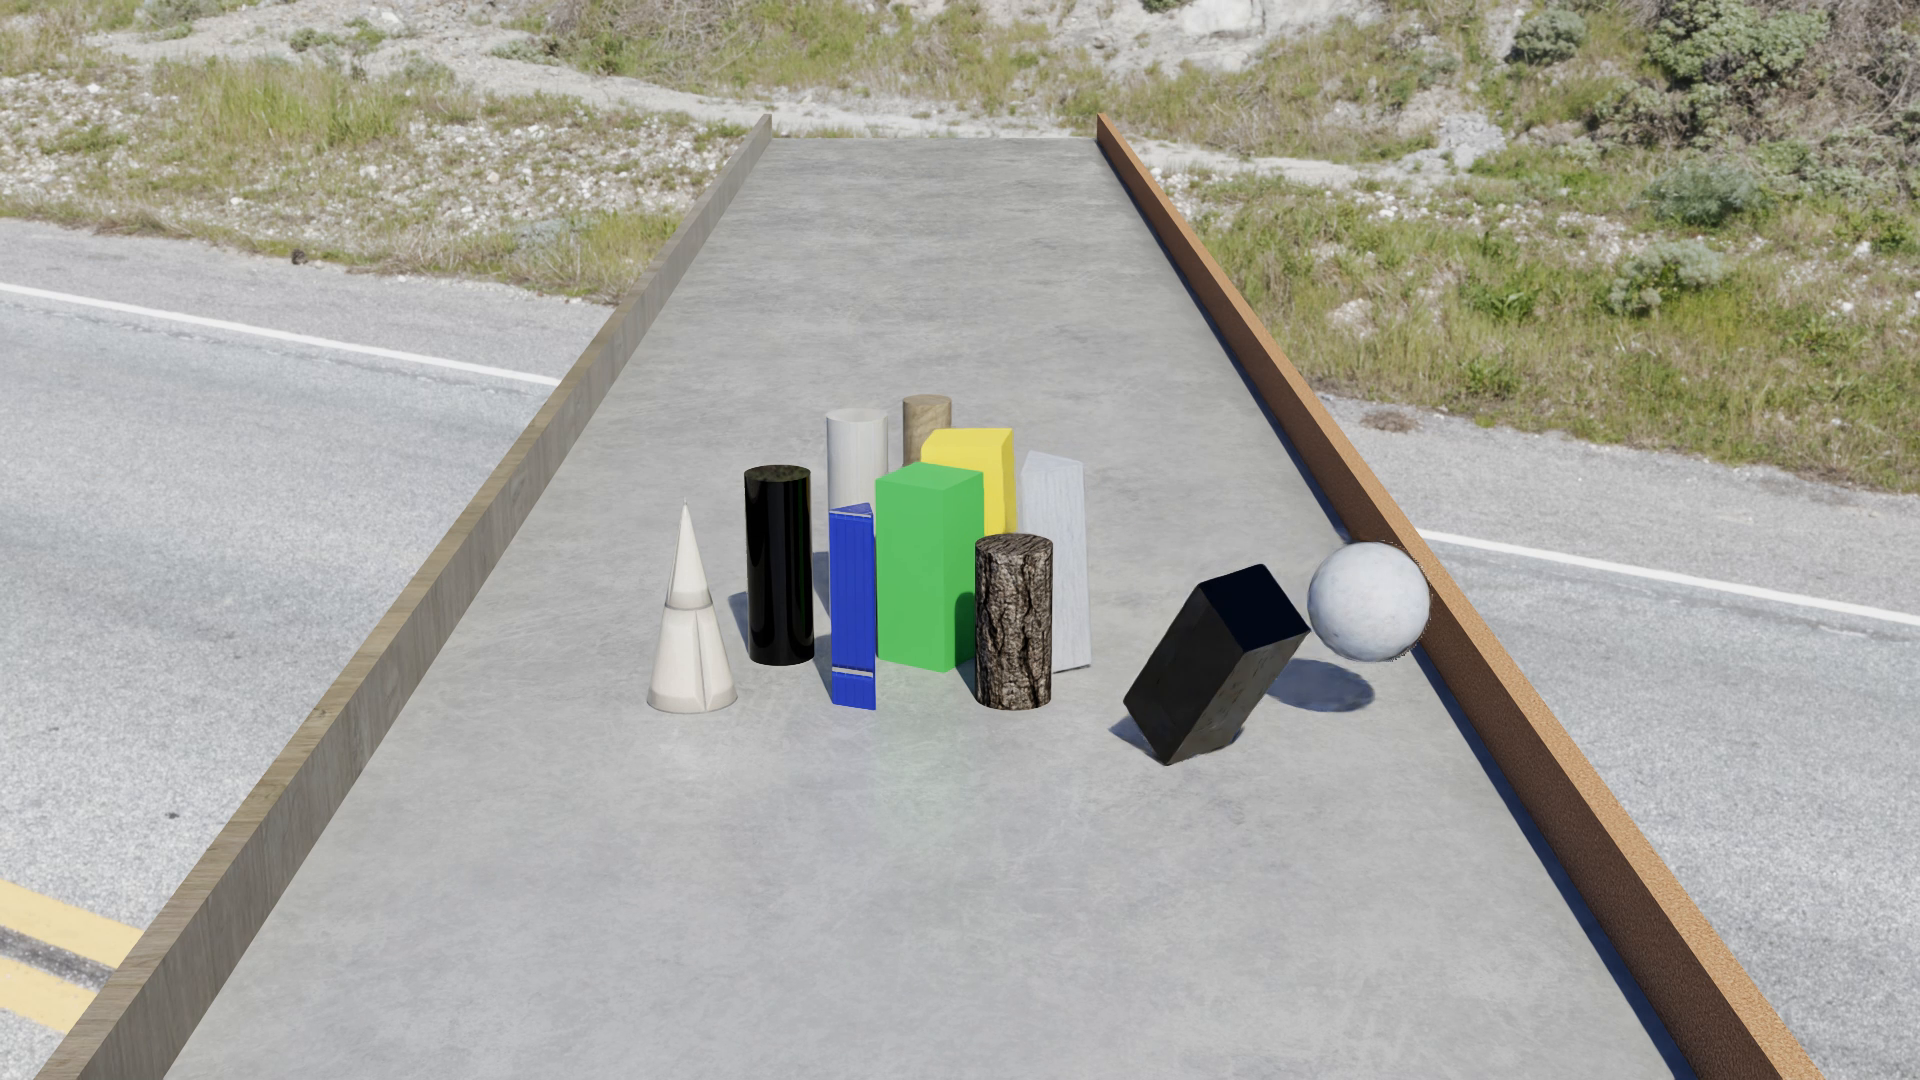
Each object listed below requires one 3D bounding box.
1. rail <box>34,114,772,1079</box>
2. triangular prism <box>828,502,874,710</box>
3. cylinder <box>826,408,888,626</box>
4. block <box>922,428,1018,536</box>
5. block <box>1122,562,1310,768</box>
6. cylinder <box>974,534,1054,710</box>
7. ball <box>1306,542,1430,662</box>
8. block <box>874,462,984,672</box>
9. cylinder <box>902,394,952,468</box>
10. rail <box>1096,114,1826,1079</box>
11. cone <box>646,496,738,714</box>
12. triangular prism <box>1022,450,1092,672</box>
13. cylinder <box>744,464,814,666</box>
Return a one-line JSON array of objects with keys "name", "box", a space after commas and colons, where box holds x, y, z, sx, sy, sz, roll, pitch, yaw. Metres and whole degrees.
[{"name": "rail", "box": [-1.118, -0.838, 7.780, 0.050, 0.150, 12.000, 0, 17, -1]}, {"name": "triangular prism", "box": [-0.187, 0.123, 4.143, 0.089, 0.382, 0.077, 7, 18, 22]}, {"name": "cylinder", "box": [-0.213, -0.047, 4.610, 0.128, 0.442, 0.128, 0, 17, 0]}, {"name": "block", "box": [0.027, -0.018, 4.568, 0.164, 0.399, 0.164, 0, 16, 10]}, {"name": "block", "box": [0.440, 0.220, 3.817, 0.147, 0.357, 0.147, -16, 60, -31]}, {"name": "cylinder", "box": [0.102, 0.154, 4.171, 0.147, 0.306, 0.147, 0, 17, 0]}, {"name": "ball", "box": [0.740, 0.112, 3.984, 0.220, 0.220, 0.220, 0, 17, 0]}, {"name": "block", "box": [-0.058, 0.052, 4.389, 0.156, 0.375, 0.156, 10, 20, 30]}, {"name": "cylinder", "box": [-0.072, -0.106, 4.852, 0.107, 0.417, 0.107, 0, 17, 0]}, {"name": "rail", "box": [0.932, -0.844, 7.801, 0.050, 0.150, 12.000, 0, 17, -1]}, {"name": "cone", "box": [-0.512, 0.110, 4.151, 0.173, 0.402, 0.173, 0, 17, 0]}, {"name": "triangular prism", "box": [0.170, 0.041, 4.307, 0.127, 0.427, 0.110, -12, 25, -18]}, {"name": "cylinder", "box": [-0.360, 0.050, 4.391, 0.133, 0.380, 0.133, 0, 17, 0]}]
